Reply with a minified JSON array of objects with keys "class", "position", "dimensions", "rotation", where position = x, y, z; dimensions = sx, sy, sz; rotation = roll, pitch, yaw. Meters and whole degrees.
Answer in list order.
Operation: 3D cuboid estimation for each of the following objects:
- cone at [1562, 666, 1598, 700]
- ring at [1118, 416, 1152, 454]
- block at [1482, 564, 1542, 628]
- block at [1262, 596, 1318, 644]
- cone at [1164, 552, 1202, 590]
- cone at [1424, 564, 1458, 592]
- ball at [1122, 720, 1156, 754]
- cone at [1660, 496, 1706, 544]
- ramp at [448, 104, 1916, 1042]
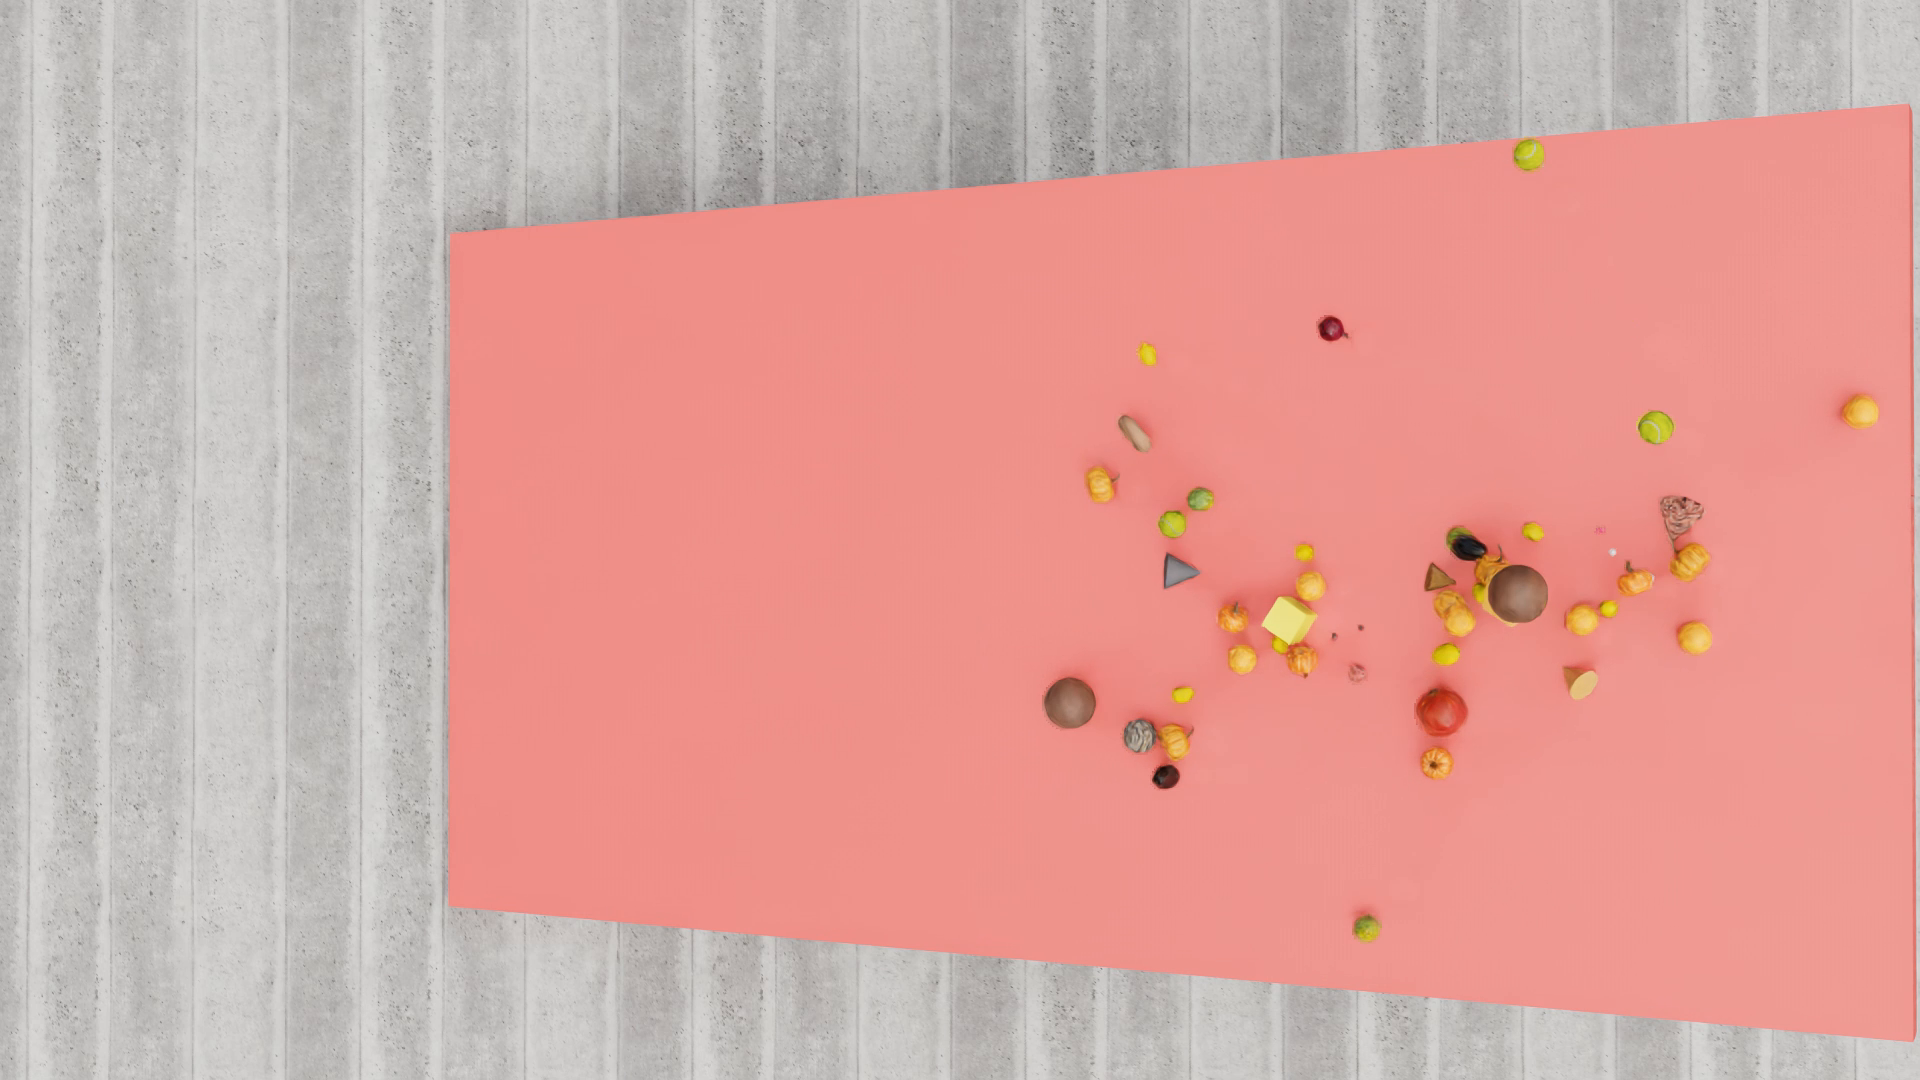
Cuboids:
[{"class":"cone","position":[1.393,0.309,4.994],"dimensions":[0.076,0.076,0.076],"rotation":[-15,127,-21]},{"class":"ring","position":[0.432,-0.261,5.436],"dimensions":[0.037,0.111,0.111],"rotation":[-39,90,0]},{"class":"block","position":[1.249,0.126,4.976],"dimensions":[0.087,0.087,0.087],"rotation":[-24,132,-27]},{"class":"block","position":[0.792,0.192,5.283],"dimensions":[0.083,0.083,0.083],"rotation":[36,105,23]},{"class":"cone","position":[0.554,0.078,5.431],"dimensions":[0.093,0.093,0.093],"rotation":[3,89,1]},{"class":"cone","position":[1.129,0.094,5.136],"dimensions":[0.069,0.069,0.069],"rotation":[11,89,1]},{"class":"ball","position":[0.446,0.487,5.460],"dimensions":[0.084,0.084,0.084],"rotation":[0,89,0]},{"class":"cone","position":[1.592,-0.030,4.888],"dimensions":[0.099,0.099,0.099],"rotation":[6,123,0]},{"class":"ramp","position":[0.277,0.078,5.656],"dimensions":[4.000,0.100,2.000],"rotation":[0,89,28]}]
